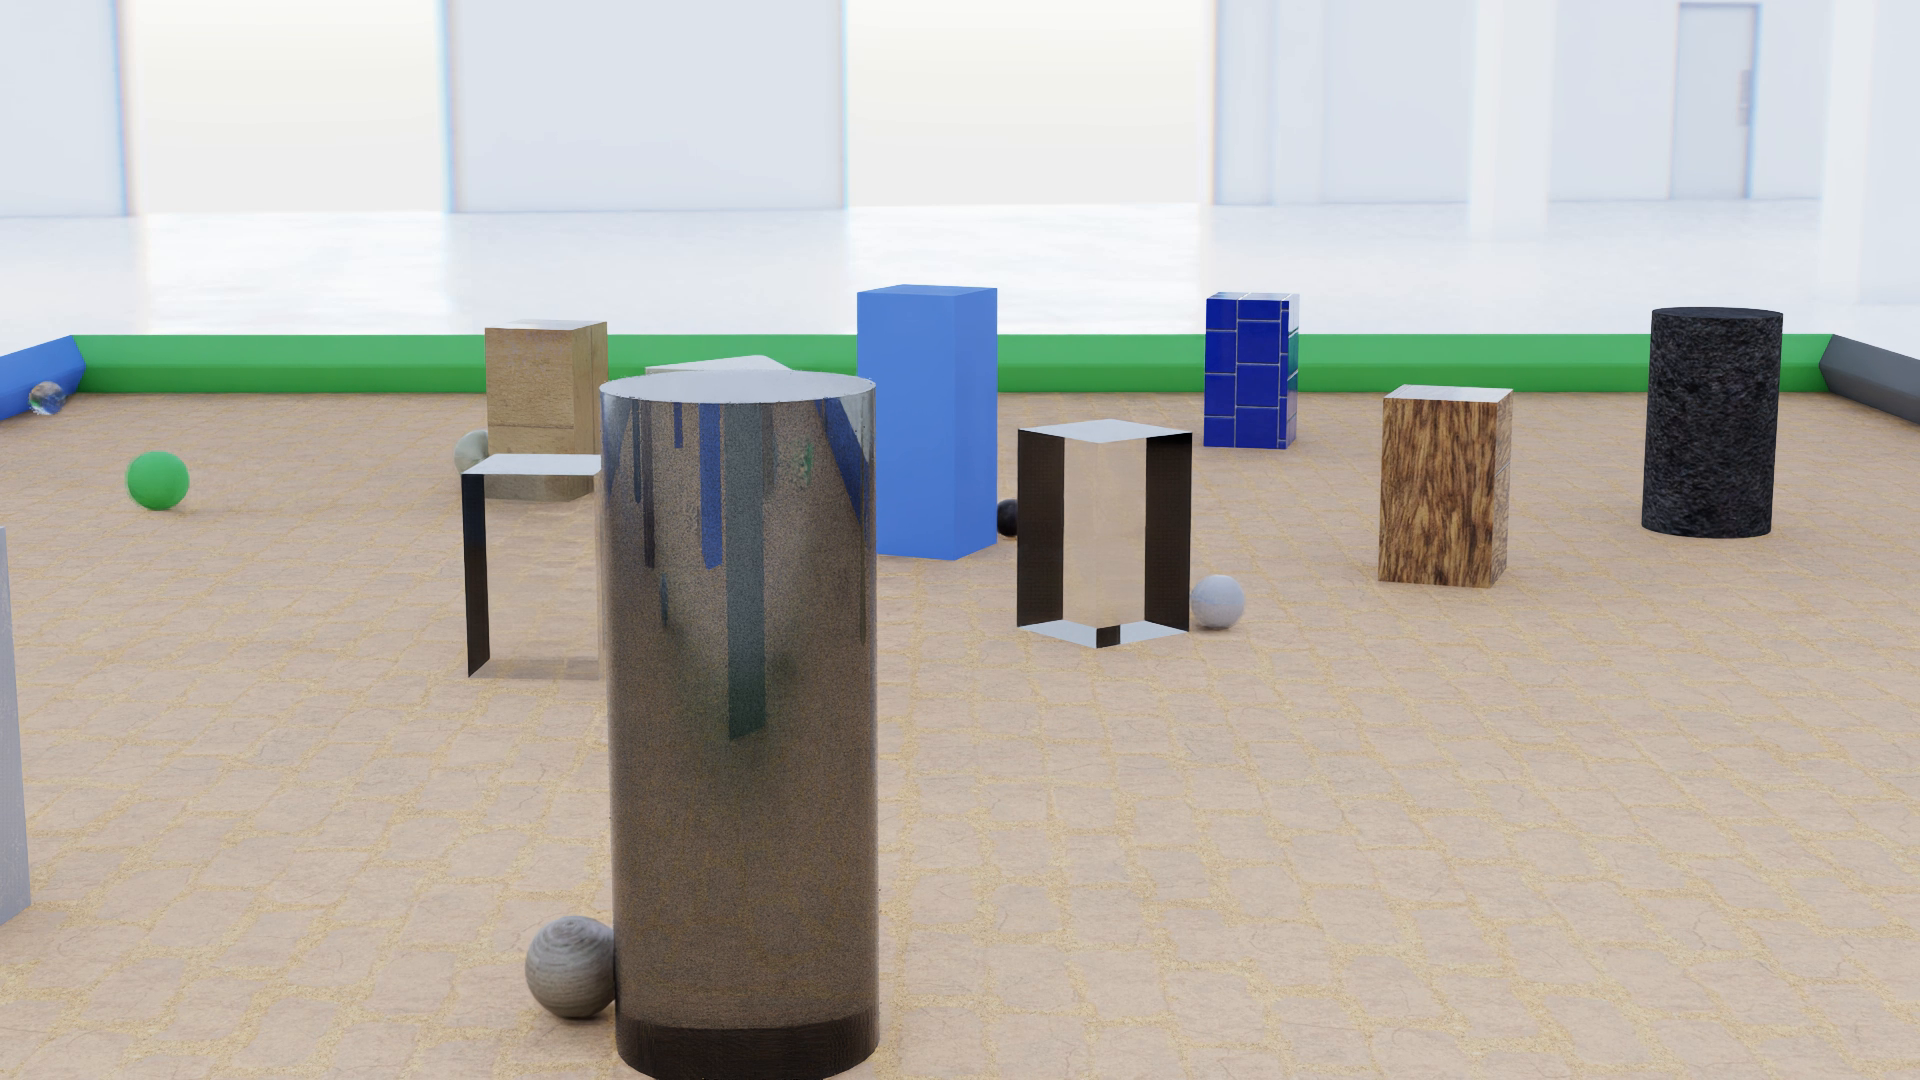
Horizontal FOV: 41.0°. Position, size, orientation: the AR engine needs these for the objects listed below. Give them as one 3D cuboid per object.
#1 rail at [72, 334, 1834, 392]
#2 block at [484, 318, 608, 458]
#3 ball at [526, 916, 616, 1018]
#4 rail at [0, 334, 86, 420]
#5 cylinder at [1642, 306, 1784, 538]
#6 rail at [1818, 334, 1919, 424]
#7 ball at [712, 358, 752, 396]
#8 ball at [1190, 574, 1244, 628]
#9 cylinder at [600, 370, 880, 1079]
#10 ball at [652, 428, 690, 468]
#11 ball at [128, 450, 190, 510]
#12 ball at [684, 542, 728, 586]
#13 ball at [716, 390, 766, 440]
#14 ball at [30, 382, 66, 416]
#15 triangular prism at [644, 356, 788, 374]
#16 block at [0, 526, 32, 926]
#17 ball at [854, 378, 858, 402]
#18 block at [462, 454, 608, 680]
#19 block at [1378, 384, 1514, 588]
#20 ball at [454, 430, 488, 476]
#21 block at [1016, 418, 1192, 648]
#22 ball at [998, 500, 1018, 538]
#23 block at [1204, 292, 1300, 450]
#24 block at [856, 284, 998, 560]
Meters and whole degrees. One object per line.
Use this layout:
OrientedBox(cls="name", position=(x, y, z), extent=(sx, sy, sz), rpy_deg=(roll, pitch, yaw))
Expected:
OrientedBox(cls="rail", position=(-0.014, -0.395, 5.764), extent=(3.970, 0.129, 0.045), rpy_deg=(0, 10, 0))
OrientedBox(cls="block", position=(-0.715, -0.233, 4.463), extent=(0.159, 0.286, 0.159), rpy_deg=(3, 11, 14))
OrientedBox(cls="ball", position=(-0.297, 0.331, 1.988), extent=(0.078, 0.078, 0.078), rpy_deg=(0, 10, 0))
OrientedBox(cls="rail", position=(-1.961, 0.035, 3.438), extent=(0.045, 0.129, 4.757), rpy_deg=(0, 10, 0))
OrientedBox(cls="cylinder", position=(1.192, -0.189, 4.068), extent=(0.199, 0.344, 0.199), rpy_deg=(0, 10, 0))
OrientedBox(cls="rail", position=(1.961, 0.031, 3.460), extent=(0.045, 0.129, 4.757), rpy_deg=(0, 10, 0))
OrientedBox(cls="ball", position=(-0.506, -0.357, 5.675), extent=(0.090, 0.090, 0.090), rpy_deg=(0, 10, 0))
OrientedBox(cls="ball", position=(0.336, 0.081, 3.359), extent=(0.071, 0.071, 0.071), rpy_deg=(0, 10, 0))
OrientedBox(cls="cylinder", position=(-0.160, 0.133, 1.900), extent=(0.199, 0.498, 0.199), rpy_deg=(0, 10, 0))
OrientedBox(cls="ball", position=(-0.531, -0.170, 4.712), extent=(0.071, 0.071, 0.071), rpy_deg=(0, 10, 0))
OrientedBox(cls="ball", position=(-1.328, -0.099, 4.251), extent=(0.099, 0.099, 0.099), rpy_deg=(0, 10, 0))
OrientedBox(cls="ball", position=(-0.359, 0.035, 3.635), extent=(0.061, 0.061, 0.061), rpy_deg=(0, 10, 0))
OrientedBox(cls="ball", position=(-0.432, -0.247, 5.053), extent=(0.099, 0.099, 0.099), rpy_deg=(0, 10, 0))
OrientedBox(cls="ball", position=(-1.924, -0.299, 5.410), extent=(0.071, 0.071, 0.071), rpy_deg=(0, 10, 0))
OrientedBox(cls="triangular prism", position=(-0.250, -0.007, 2.944), extent=(0.173, 0.395, 0.150), rpy_deg=(2, 11, 13))
OrientedBox(cls="block", position=(-0.905, 0.167, 2.156), extent=(0.159, 0.338, 0.159), rpy_deg=(1, 11, 6))
OrientedBox(cls="ball", position=(-0.183, -0.321, 5.480), extent=(0.089, 0.089, 0.089), rpy_deg=(0, 10, 0))
OrientedBox(cls="block", position=(-0.507, 0.030, 3.141), extent=(0.159, 0.249, 0.159), rpy_deg=(1, 11, 4))
OrientedBox(cls="block", position=(0.700, -0.080, 3.696), extent=(0.159, 0.264, 0.159), rpy_deg=(4, 11, 19))
OrientedBox(cls="ball", position=(-0.840, -0.144, 4.508), extent=(0.097, 0.097, 0.097), rpy_deg=(0, 10, 0))
OrientedBox(cls="block", position=(0.187, -0.012, 3.333), extent=(0.159, 0.263, 0.159), rpy_deg=(-8, 13, -37))
OrientedBox(cls="ball", position=(0.078, -0.034, 3.982), extent=(0.059, 0.059, 0.059), rpy_deg=(0, 10, 0))
OrientedBox(cls="block", position=(0.569, -0.332, 5.001), extent=(0.159, 0.286, 0.159), rpy_deg=(3, 11, 14))
OrientedBox(cls="block", position=(-0.048, -0.182, 3.892), extent=(0.159, 0.394, 0.159), rpy_deg=(5, 11, 24))
